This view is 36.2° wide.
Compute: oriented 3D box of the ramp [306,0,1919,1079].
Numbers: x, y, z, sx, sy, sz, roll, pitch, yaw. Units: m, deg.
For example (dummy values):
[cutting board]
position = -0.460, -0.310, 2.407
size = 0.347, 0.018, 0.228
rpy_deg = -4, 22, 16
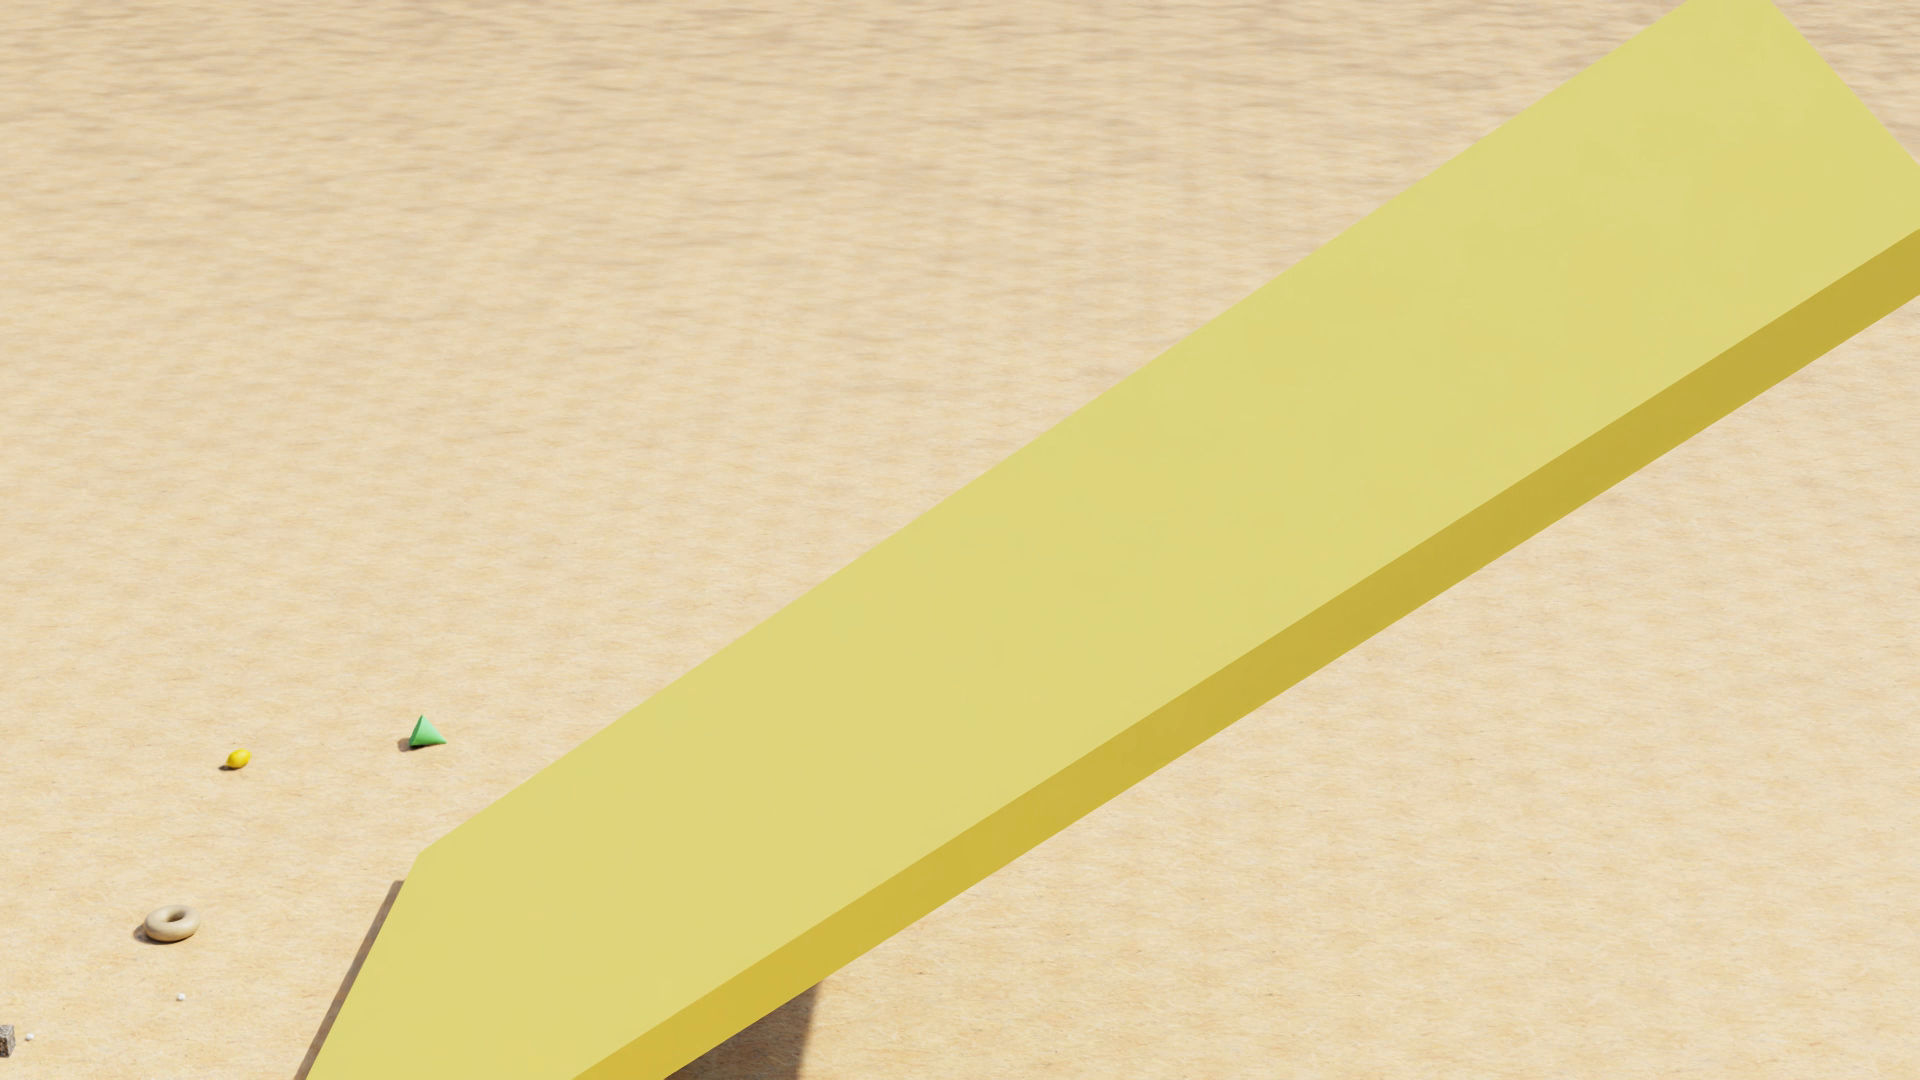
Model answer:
[ramp]
position = 0.131, 0.177, 6.317
size = 4.000, 0.100, 2.000
rpy_deg = -34, 16, 16

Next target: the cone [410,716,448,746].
[cone]
position = -1.536, 0.573, 8.557
size = 0.099, 0.099, 0.099
rpy_deg = 23, 18, -15

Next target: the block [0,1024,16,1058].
[block]
position = -2.291, 1.196, 7.016
size = 0.056, 0.056, 0.056
rpy_deg = 0, 22, 0

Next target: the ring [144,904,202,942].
[ring]
position = -2.022, 0.983, 7.549
size = 0.145, 0.048, 0.145
rpy_deg = -1, 21, 0
